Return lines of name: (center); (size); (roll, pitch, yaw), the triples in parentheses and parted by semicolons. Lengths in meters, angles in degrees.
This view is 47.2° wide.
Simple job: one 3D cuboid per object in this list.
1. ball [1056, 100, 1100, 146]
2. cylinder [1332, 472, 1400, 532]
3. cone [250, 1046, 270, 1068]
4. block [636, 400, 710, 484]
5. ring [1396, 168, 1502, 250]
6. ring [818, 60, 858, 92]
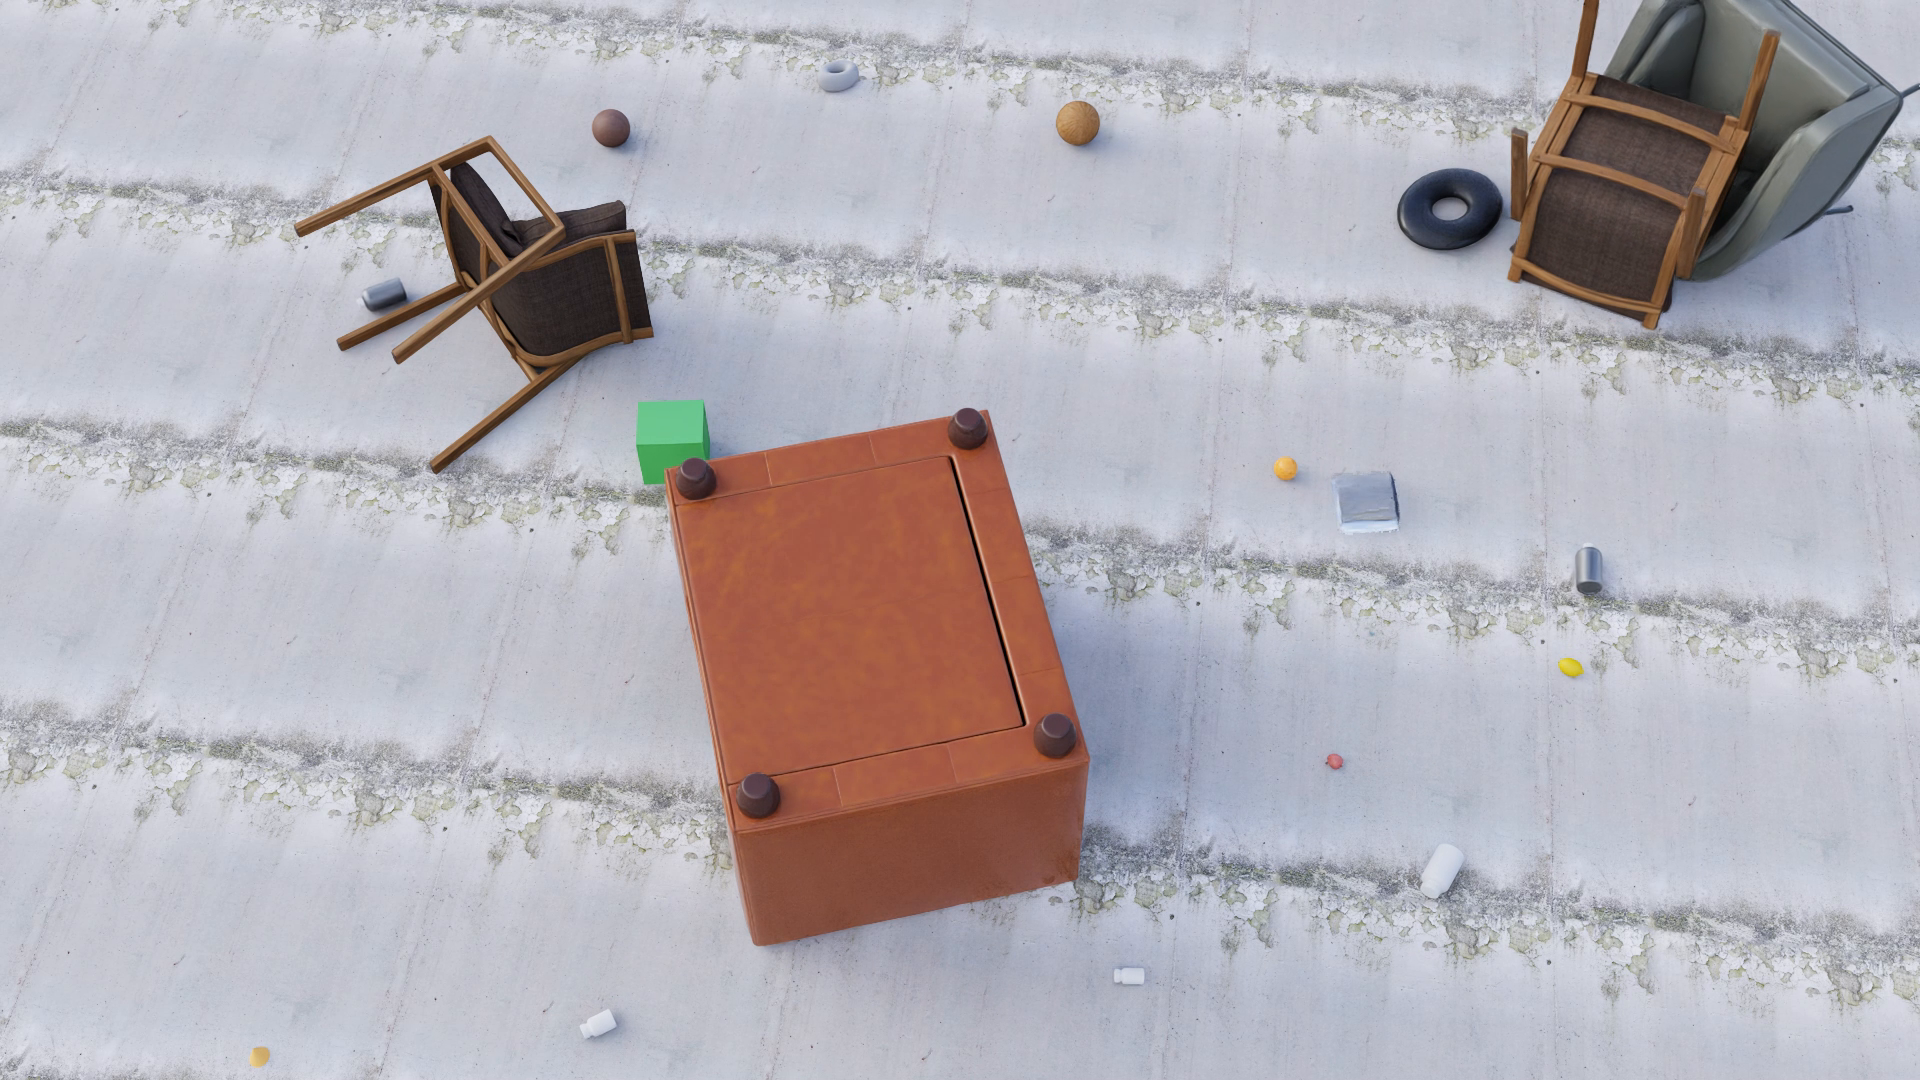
ball: (0.399, -1.409, 7.429); (0.150, 0.150, 0.150); (0, 56, 0)
cylinder: (1.219, -0.113, 6.604); (0.176, 0.072, 0.192); (-3, 64, -2)
cone: (-1.809, 1.318, 5.652); (0.051, 0.062, 0.057); (15, 57, 10)
block: (-0.866, -0.295, 6.649); (0.197, 0.204, 0.160); (-2, 56, -1)
ring: (1.619, -1.095, 7.270); (0.389, 0.066, 0.314); (-38, 63, -22)
ring: (-0.422, -1.605, 7.605); (0.150, 0.078, 0.094); (-16, 55, -13)
